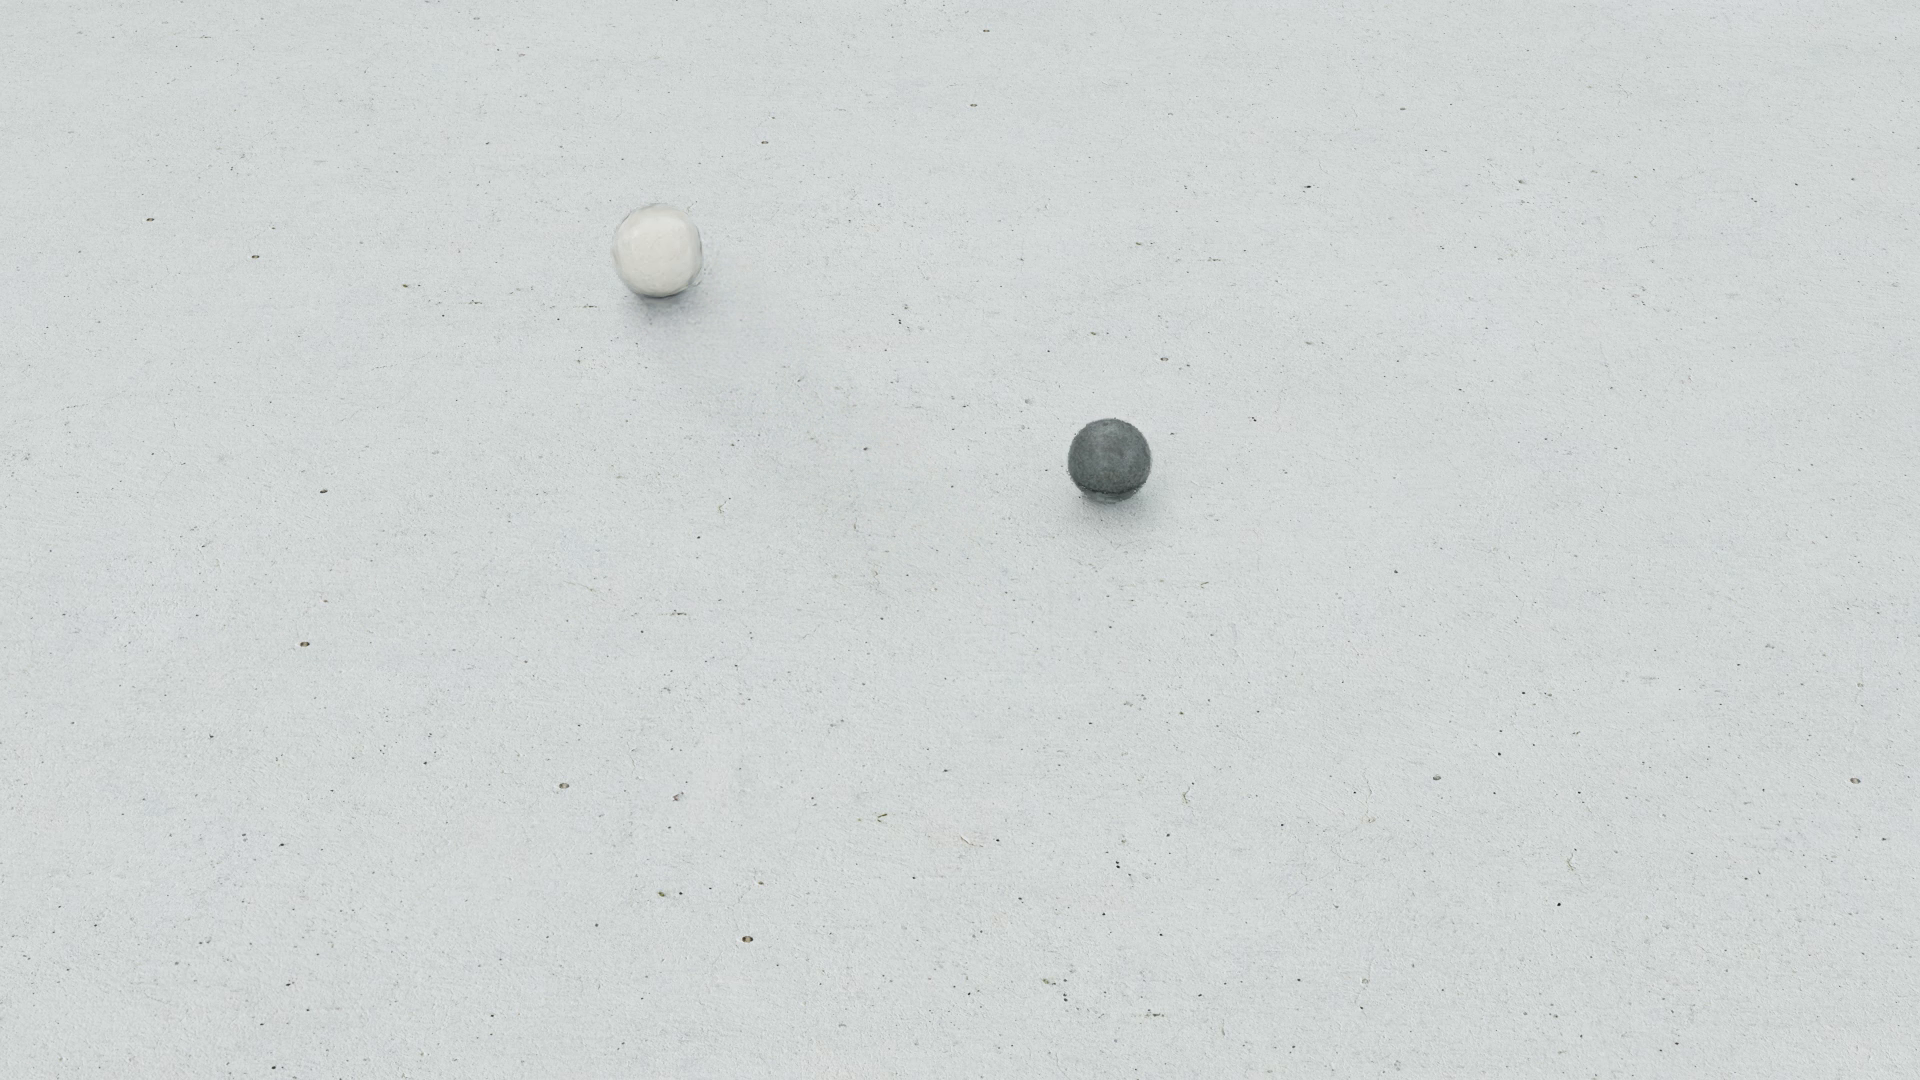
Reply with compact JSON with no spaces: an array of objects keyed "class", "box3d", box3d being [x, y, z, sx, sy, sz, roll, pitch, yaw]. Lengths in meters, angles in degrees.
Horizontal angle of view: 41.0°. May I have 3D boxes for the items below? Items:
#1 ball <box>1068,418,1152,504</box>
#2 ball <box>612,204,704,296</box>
[{"class":"ball","box3d":[0.091,-0.048,1.567,0.052,0.052,0.052,0,37,0]},{"class":"ball","box3d":[-0.206,-0.198,1.754,0.063,0.063,0.063,0,37,0]}]
